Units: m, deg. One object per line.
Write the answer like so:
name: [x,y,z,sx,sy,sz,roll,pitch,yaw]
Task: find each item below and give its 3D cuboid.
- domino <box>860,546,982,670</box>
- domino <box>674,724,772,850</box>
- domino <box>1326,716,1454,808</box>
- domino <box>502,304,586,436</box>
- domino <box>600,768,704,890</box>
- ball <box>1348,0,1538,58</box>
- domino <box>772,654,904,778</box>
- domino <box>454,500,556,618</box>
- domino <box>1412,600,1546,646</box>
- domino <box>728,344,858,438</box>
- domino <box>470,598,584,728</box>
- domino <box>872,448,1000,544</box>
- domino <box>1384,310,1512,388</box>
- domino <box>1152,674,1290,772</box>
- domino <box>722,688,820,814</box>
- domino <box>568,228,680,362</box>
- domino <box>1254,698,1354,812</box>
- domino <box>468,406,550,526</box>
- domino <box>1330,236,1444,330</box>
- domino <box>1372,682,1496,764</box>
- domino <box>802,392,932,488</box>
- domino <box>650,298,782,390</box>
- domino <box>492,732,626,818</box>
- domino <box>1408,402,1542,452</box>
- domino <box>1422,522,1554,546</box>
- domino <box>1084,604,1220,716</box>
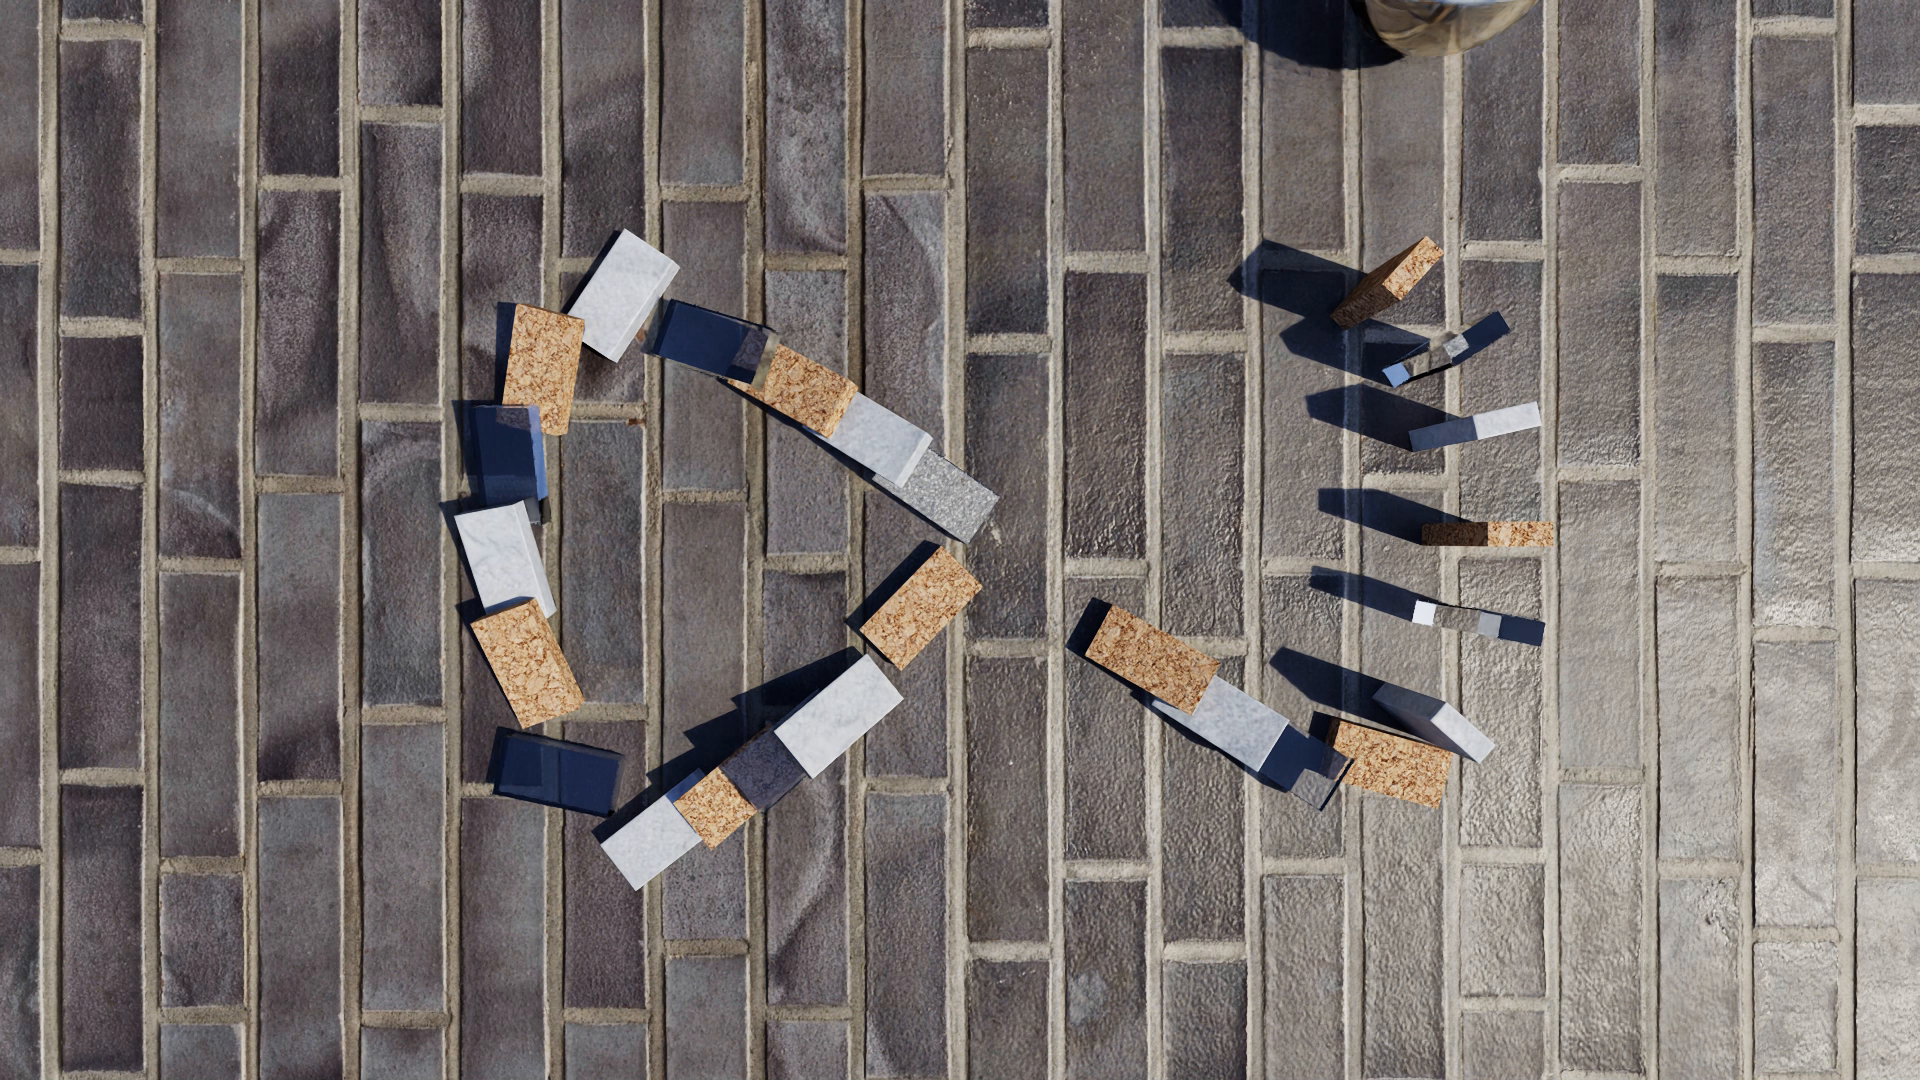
domino: [-0.017,0.029,0.395,0.025,0.010,0.050,44,90,0]
domino: [-0.093,0.104,0.389,0.050,0.010,0.025,-39,90,-15]
domino: [0.183,0.096,0.395,0.050,0.010,0.025,16,90,0]
domino: [-0.178,-0.072,0.390,0.025,0.010,0.050,15,104,0]
domino: [-0.126,0.124,0.395,0.050,0.010,0.025,-38,90,0]
ball: [0.194,-0.235,0.360,0.080,0.080,0.080,0,90,0]
domino: [-0.051,0.074,0.386,0.050,0.010,0.025,-39,90,-22]
domino: [-0.193,0.010,0.389,0.025,0.009,0.050,-11,104,0]
domino: [0.211,0.034,0.375,0.025,0.050,0.009,12,90,0]
domino: [-0.071,-0.066,0.389,0.050,0.009,0.025,29,90,15]
domino: [-0.183,0.052,0.390,0.025,0.009,0.050,-20,103,0]
domino: [-0.010,-0.022,0.395,0.050,0.009,0.025,34,90,0]
domino: [0.198,-0.077,0.375,0.025,0.050,0.010,-32,90,0]
domino: [0.110,0.073,0.388,0.050,0.010,0.025,32,90,18]
domino: [-0.072,0.089,0.386,0.050,0.009,0.025,-40,90,-22]
domino: [-0.146,-0.105,0.395,0.025,0.009,0.050,34,90,0]
domino: [0.137,0.090,0.390,0.050,0.010,0.025,32,90,13]
domino: [-0.191,-0.032,0.389,0.025,0.009,0.050,0,104,0]
domino: [0.173,-0.104,0.375,0.009,0.050,0.025,43,90,0]
domino: [0.192,0.074,0.375,0.025,0.050,0.009,41,90,0]
domino: [-0.039,-0.046,0.389,0.050,0.010,0.025,32,90,15]
domino: [-0.104,-0.083,0.389,0.050,0.010,0.025,19,88,15]
domino: [-0.172,0.101,0.395,0.050,0.010,0.025,12,90,0]
domino: [0.209,-0.046,0.375,0.025,0.050,0.009,-13,90,0]
domino: [0.214,-0.002,0.375,0.025,0.050,0.010,0,90,0]
domino: [0.081,0.050,0.388,0.050,0.010,0.025,29,90,16]
